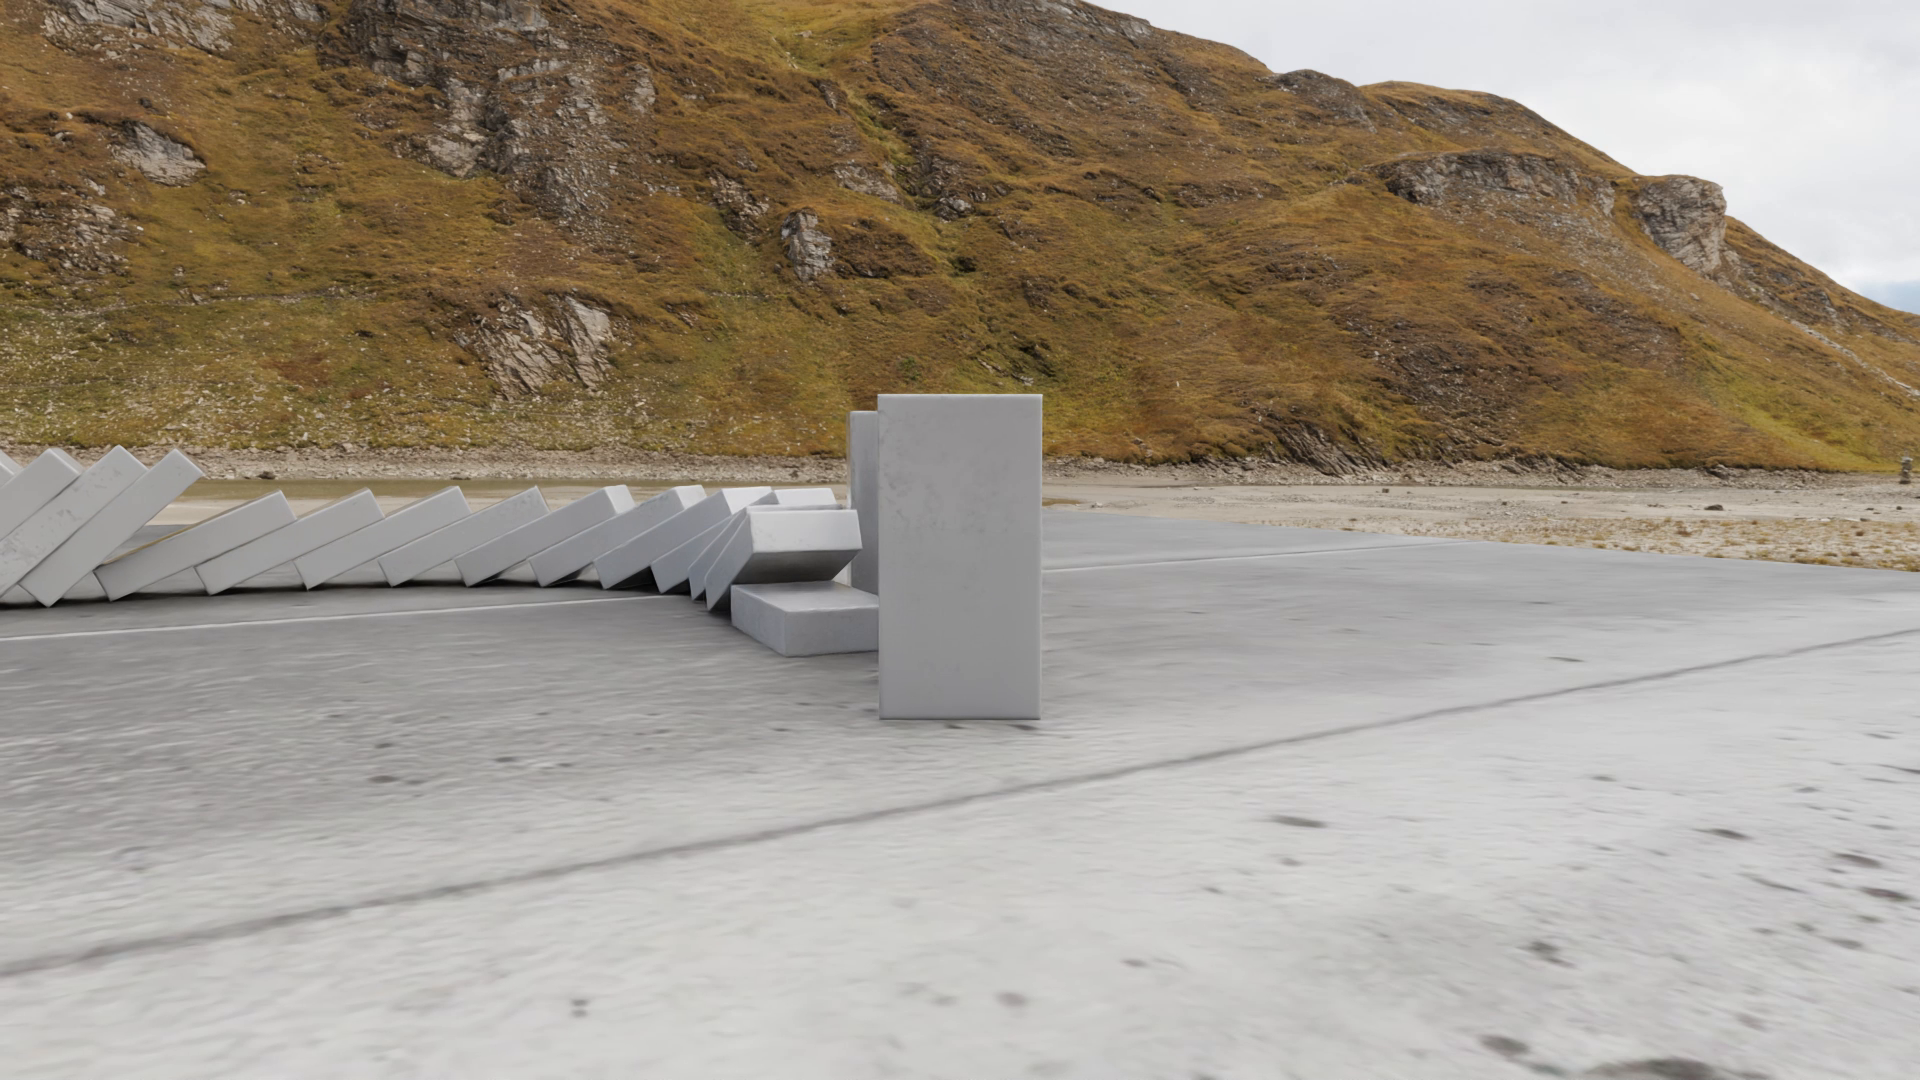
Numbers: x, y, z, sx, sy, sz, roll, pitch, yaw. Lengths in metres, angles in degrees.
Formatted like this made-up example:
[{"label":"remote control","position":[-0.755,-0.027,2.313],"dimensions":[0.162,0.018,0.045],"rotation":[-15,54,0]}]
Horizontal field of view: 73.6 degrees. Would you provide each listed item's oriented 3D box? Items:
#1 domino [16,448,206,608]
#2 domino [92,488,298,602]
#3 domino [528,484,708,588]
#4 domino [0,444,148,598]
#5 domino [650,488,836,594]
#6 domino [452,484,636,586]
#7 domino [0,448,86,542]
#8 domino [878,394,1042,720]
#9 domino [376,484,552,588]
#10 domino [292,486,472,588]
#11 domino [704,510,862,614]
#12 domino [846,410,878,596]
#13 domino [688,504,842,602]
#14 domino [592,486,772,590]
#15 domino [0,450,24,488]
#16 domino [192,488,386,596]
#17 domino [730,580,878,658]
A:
[{"label":"domino","position":[-0.230,-0.004,0.349],"dimensions":[0.050,0.010,0.025],"rotation":[-48,24,-18]},{"label":"domino","position":[-0.217,0.001,0.366],"dimensions":[0.050,0.010,0.025],"rotation":[-29,17,-24]},{"label":"domino","position":[-0.102,-0.002,0.388],"dimensions":[0.050,0.009,0.025],"rotation":[-25,1,7]},{"label":"domino","position":[-0.240,-0.004,0.341],"dimensions":[0.050,0.010,0.025],"rotation":[-50,25,-21]},{"label":"domino","position":[-0.060,0.000,0.361],"dimensions":[0.050,0.009,0.025],"rotation":[-27,-10,29]},{"label":"domino","position":[-0.126,-0.002,0.392],"dimensions":[0.050,0.010,0.025],"rotation":[-25,4,1]},{"label":"domino","position":[-0.252,-0.003,0.334],"dimensions":[0.050,0.010,0.025],"rotation":[-48,24,-17]},{"label":"domino","position":[0.000,0.002,0.201],"dimensions":[0.025,0.050,0.010],"rotation":[0,4,0]},{"label":"domino","position":[-0.152,-0.002,0.396],"dimensions":[0.050,0.010,0.025],"rotation":[-27,11,-14]},{"label":"domino","position":[-0.176,-0.002,0.390],"dimensions":[0.050,0.009,0.025],"rotation":[-29,15,-23]},{"label":"domino","position":[-0.043,0.006,0.307],"dimensions":[0.025,0.009,0.050],"rotation":[-2,-17,-24]},{"label":"domino","position":[-0.022,-0.006,0.309],"dimensions":[0.009,0.050,0.025],"rotation":[-1,4,-7]},{"label":"domino","position":[-0.051,0.004,0.333],"dimensions":[0.025,0.010,0.050],"rotation":[-2,-17,-29]},{"label":"domino","position":[-0.080,-0.001,0.375],"dimensions":[0.050,0.009,0.025],"rotation":[-26,-6,23]},{"label":"domino","position":[-0.265,-0.003,0.328],"dimensions":[0.050,0.009,0.025],"rotation":[-48,24,-18]},{"label":"domino","position":[-0.197,0.000,0.378],"dimensions":[0.050,0.010,0.025],"rotation":[-29,16,-23]},{"label":"domino","position":[-0.033,0.017,0.283],"dimensions":[0.025,0.010,0.050],"rotation":[-2,5,-22]}]
